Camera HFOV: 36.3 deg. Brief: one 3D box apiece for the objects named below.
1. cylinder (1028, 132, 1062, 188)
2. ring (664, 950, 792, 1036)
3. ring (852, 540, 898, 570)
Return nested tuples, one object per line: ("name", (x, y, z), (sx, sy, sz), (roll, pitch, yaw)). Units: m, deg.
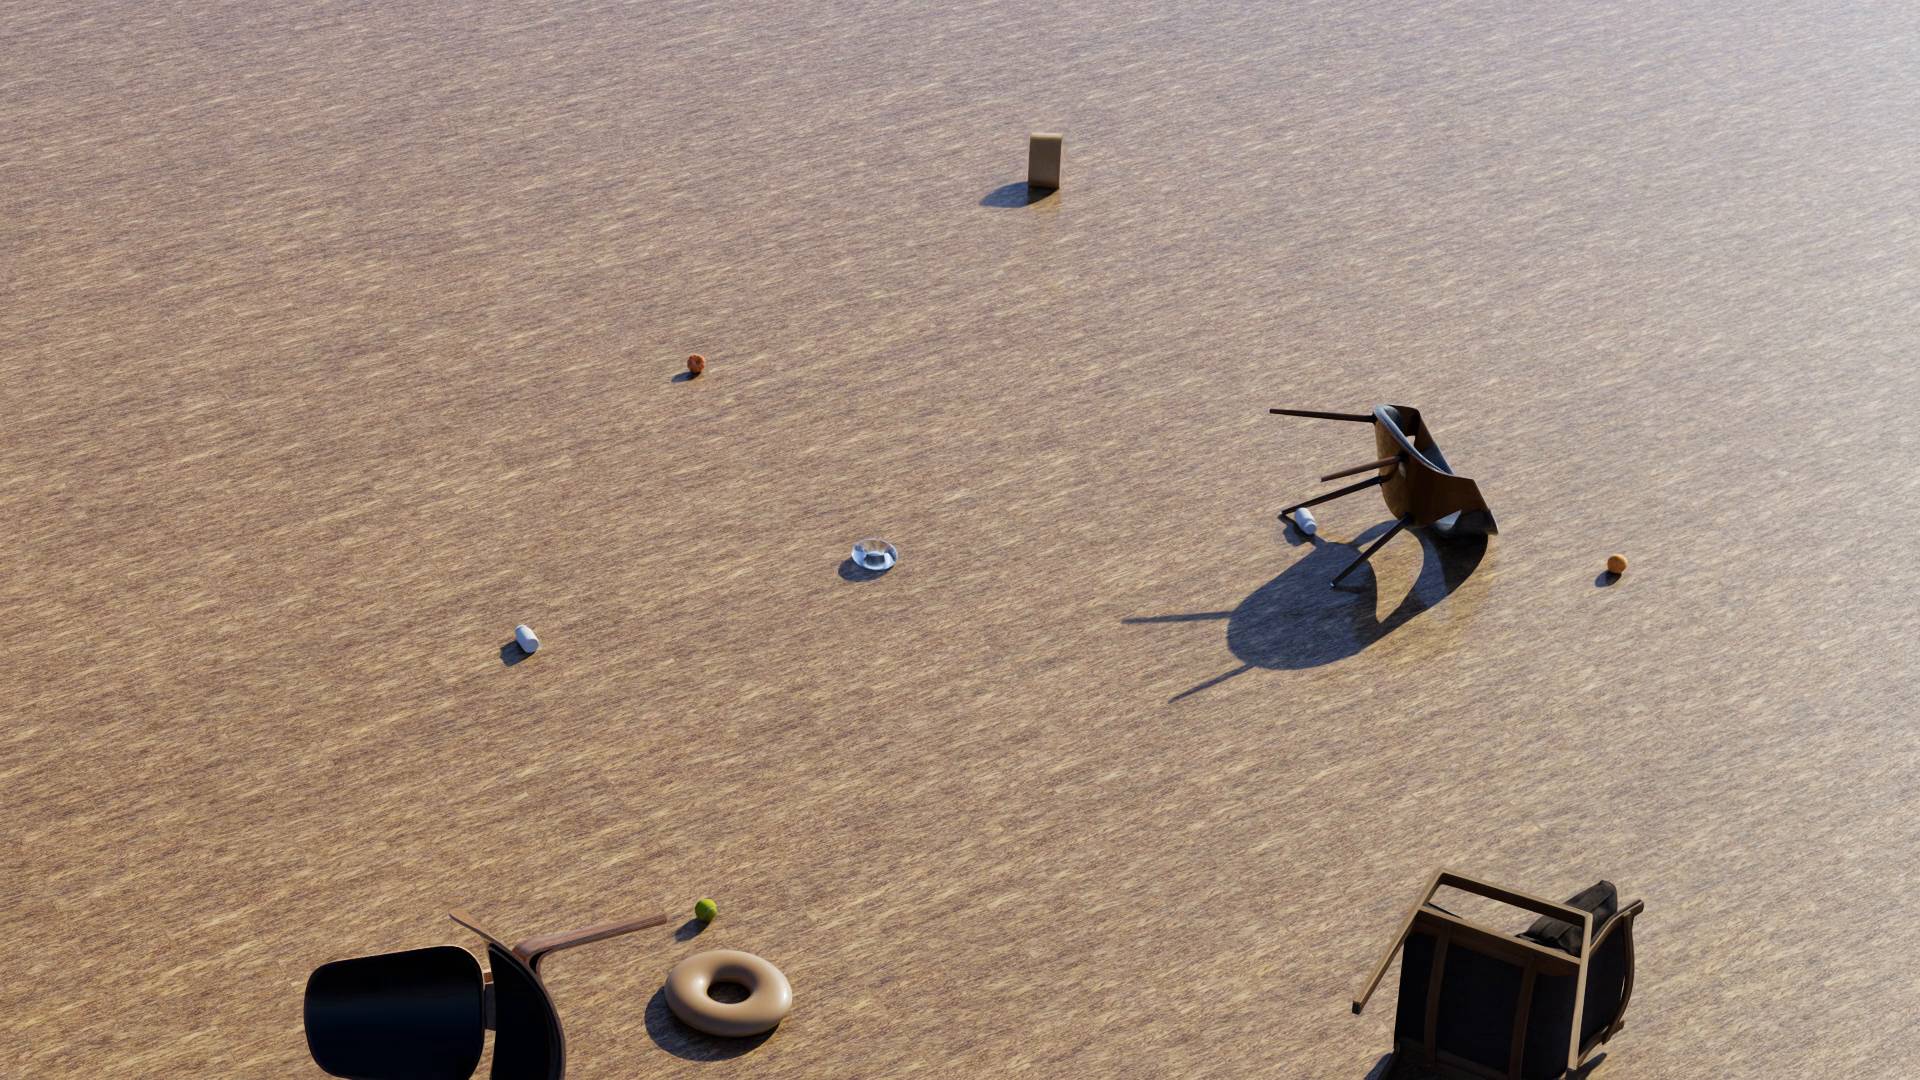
("cylinder", (0.390, -1.736, 13.394), (0.144, 0.252, 0.128), (3, -9, 5))
("ring", (-0.696, 1.361, 8.813), (0.407, 0.075, 0.349), (20, 38, 29))
("ring", (-0.314, 0.053, 10.813), (0.176, 0.057, 0.156), (17, 36, 23))
